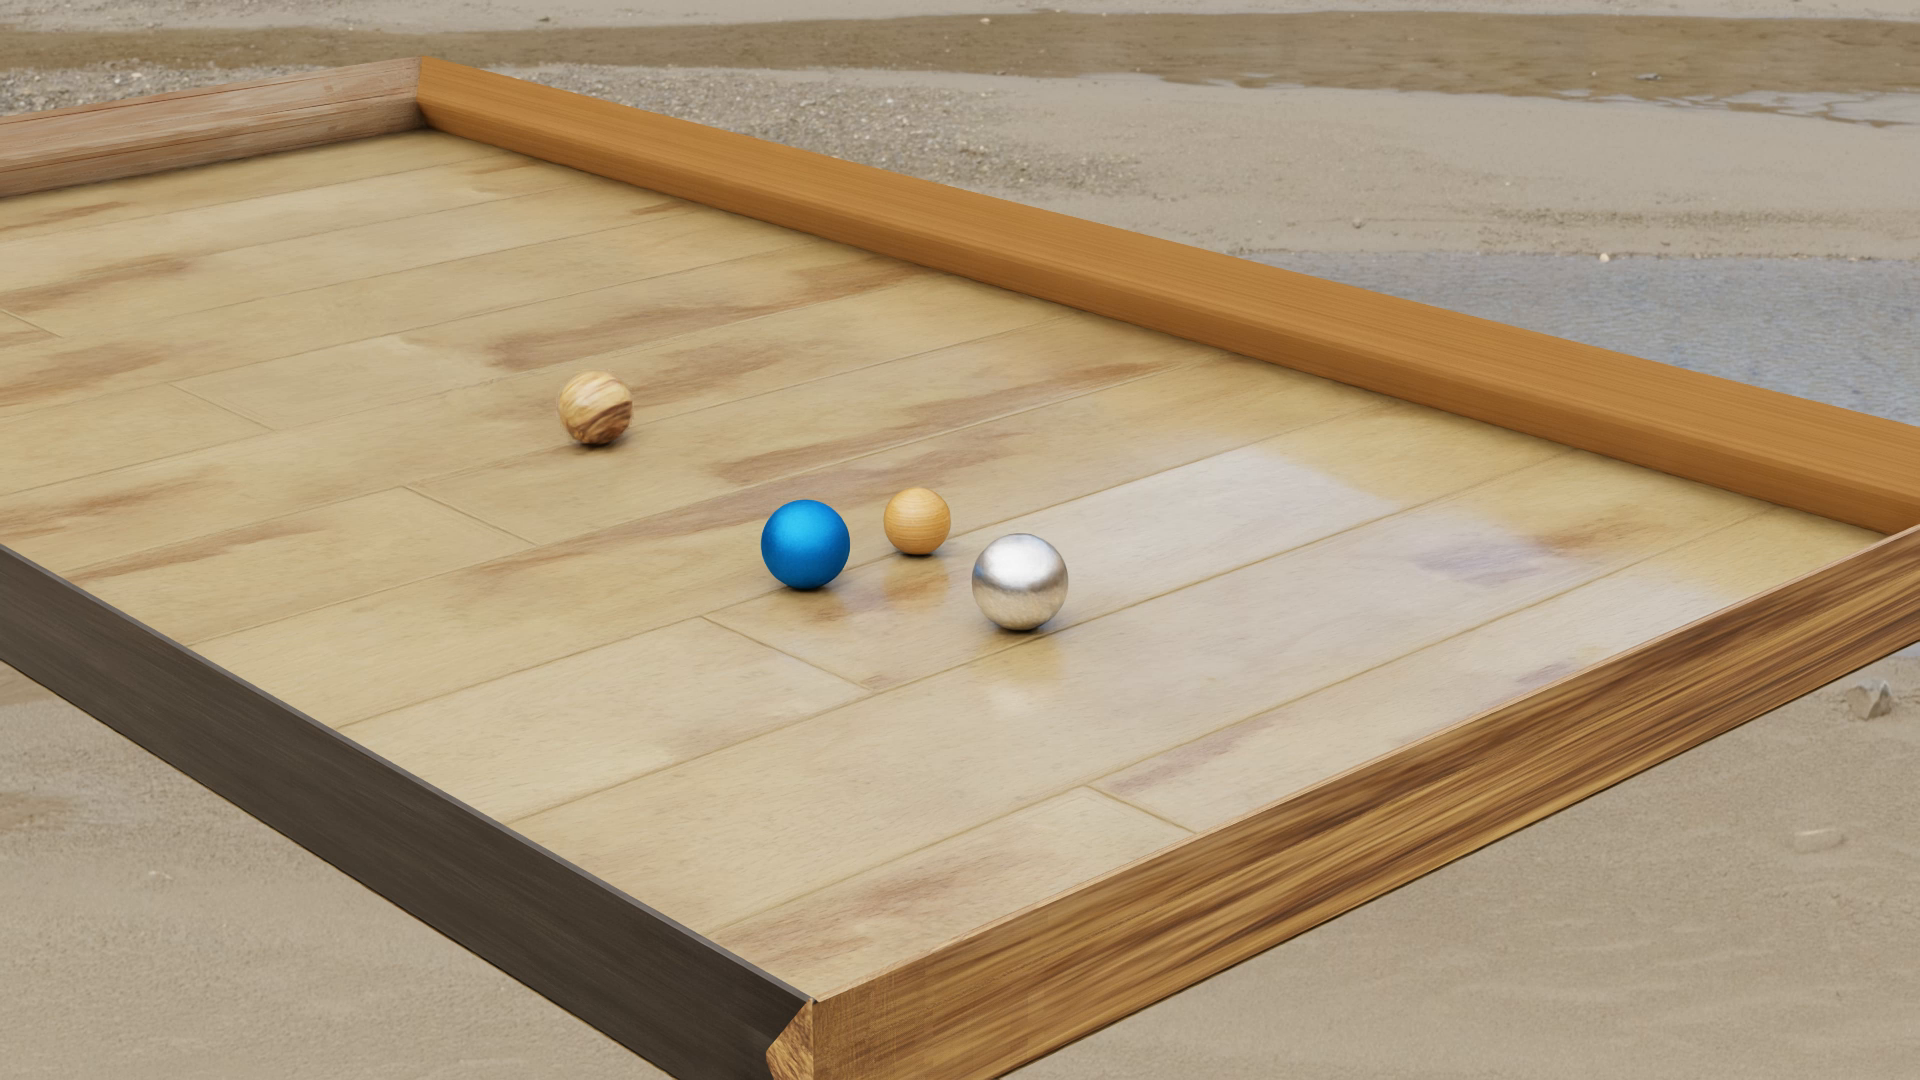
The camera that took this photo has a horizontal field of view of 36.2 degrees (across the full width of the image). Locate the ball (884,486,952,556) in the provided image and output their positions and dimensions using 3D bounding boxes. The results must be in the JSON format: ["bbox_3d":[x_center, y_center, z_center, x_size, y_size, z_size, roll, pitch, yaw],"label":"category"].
[{"bbox_3d":[-0.041,-0.018,2.841,0.066,0.066,0.066,0,20,0],"label":"ball"}]

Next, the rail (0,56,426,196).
[{"bbox_3d":[-1.399,-0.536,4.198,1.523,0.114,0.045,-17,26,-39],"label":"rail"}]

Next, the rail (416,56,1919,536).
[{"bbox_3d":[0.072,-0.362,3.716,0.045,0.114,2.791,-17,26,-39],"label":"rail"}]

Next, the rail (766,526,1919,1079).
[{"bbox_3d":[0.456,0.152,2.297,1.523,0.114,0.045,-17,26,-39],"label":"rail"}]

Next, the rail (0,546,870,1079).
[{"bbox_3d":[-1.015,-0.023,2.779,0.045,0.114,2.791,-17,26,-39],"label":"rail"}]

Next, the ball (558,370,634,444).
[{"bbox_3d":[-0.392,-0.143,3.163,0.080,0.080,0.080,0,20,0],"label":"ball"}]

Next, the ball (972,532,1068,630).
[{"bbox_3d":[0.054,0.038,2.653,0.088,0.088,0.088,0,20,0],"label":"ball"}]

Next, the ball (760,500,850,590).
[{"bbox_3d":[-0.145,0.004,2.753,0.084,0.084,0.084,0,20,0],"label":"ball"}]
